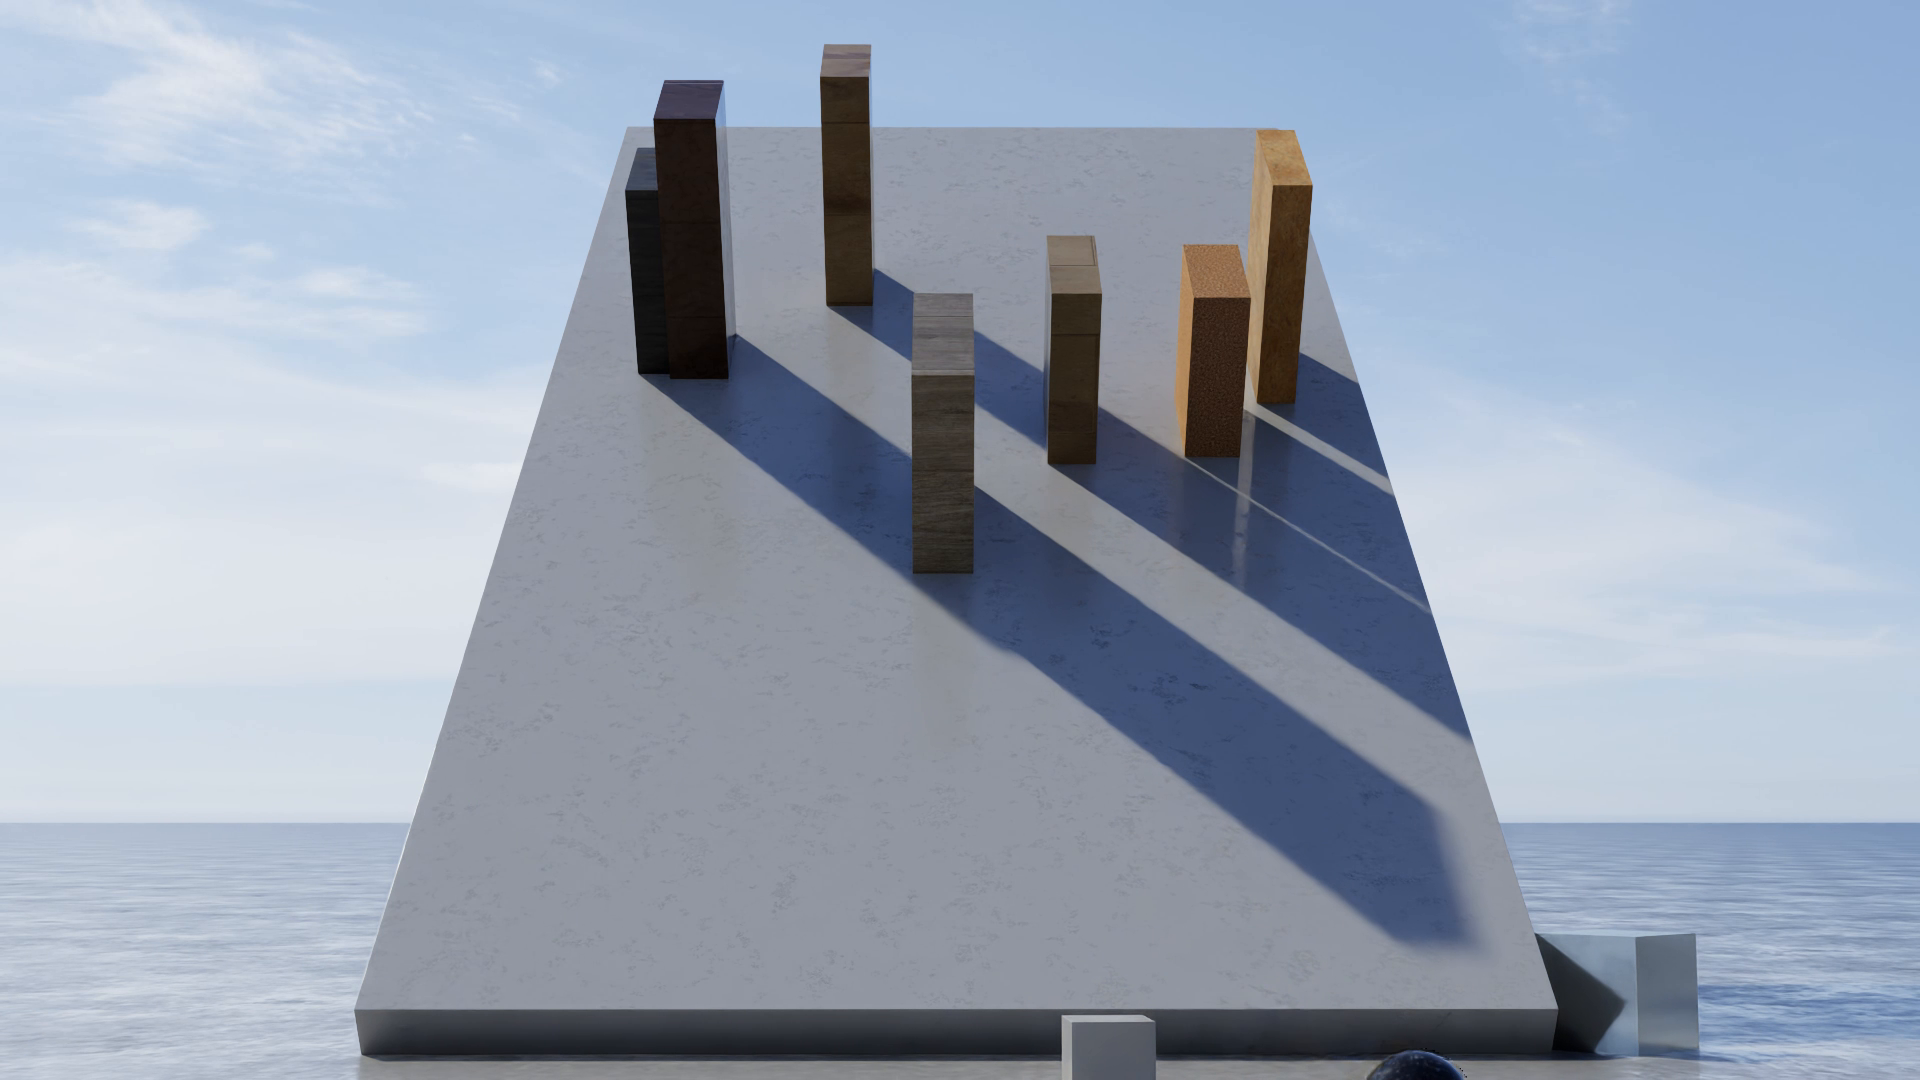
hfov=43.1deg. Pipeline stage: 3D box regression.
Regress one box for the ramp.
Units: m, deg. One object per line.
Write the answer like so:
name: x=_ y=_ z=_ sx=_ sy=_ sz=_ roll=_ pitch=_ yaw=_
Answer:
ramp: x=-0.014 y=-0.202 z=5.774 sx=2.000 sy=0.100 sz=4.000 roll=0 pitch=31 yaw=0

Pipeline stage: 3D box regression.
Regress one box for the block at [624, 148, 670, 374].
block: x=-0.739 y=-0.691 z=6.014 sx=0.118 sy=0.489 sz=0.272 roll=0 pitch=31 yaw=0

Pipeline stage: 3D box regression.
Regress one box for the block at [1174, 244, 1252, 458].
block: x=0.588 y=-0.444 z=5.686 sx=0.129 sy=0.409 sz=0.293 roll=0 pitch=31 yaw=0

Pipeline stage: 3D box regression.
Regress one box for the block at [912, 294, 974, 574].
block: x=-0.036 y=-0.234 z=5.263 sx=0.130 sy=0.477 sz=0.395 roll=0 pitch=31 yaw=0

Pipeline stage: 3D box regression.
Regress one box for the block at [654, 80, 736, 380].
block: x=-0.644 y=-0.755 z=5.936 sx=0.145 sy=0.679 sz=0.258 roll=0 pitch=31 yaw=0

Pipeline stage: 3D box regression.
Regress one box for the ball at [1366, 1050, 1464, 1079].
ball: x=0.527 y=0.655 z=2.802 sx=0.129 sy=0.129 sz=0.129 roll=0 pitch=-6 yaw=0

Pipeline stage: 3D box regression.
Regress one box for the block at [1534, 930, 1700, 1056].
block: x=1.134 y=0.779 z=4.194 sx=0.197 sy=0.197 sz=0.197 roll=6 pitch=-9 yaw=-44

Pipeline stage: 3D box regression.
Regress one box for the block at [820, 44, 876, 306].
block: x=-0.289 y=-0.944 z=6.305 sx=0.122 sy=0.628 sz=0.241 roll=0 pitch=31 yaw=0

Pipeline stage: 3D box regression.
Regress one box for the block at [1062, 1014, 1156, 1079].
block: x=0.207 y=0.729 z=3.398 sx=0.116 sy=0.116 sz=0.116 roll=1 pitch=-7 yaw=-5

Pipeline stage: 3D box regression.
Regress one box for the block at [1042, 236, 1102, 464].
block: x=0.259 y=-0.445 z=5.660 sx=0.112 sy=0.434 sz=0.320 roll=0 pitch=31 yaw=0

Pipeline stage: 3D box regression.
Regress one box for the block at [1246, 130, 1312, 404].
block: x=0.767 y=-0.665 z=5.903 sx=0.093 sy=0.568 sz=0.349 roll=0 pitch=31 yaw=0
